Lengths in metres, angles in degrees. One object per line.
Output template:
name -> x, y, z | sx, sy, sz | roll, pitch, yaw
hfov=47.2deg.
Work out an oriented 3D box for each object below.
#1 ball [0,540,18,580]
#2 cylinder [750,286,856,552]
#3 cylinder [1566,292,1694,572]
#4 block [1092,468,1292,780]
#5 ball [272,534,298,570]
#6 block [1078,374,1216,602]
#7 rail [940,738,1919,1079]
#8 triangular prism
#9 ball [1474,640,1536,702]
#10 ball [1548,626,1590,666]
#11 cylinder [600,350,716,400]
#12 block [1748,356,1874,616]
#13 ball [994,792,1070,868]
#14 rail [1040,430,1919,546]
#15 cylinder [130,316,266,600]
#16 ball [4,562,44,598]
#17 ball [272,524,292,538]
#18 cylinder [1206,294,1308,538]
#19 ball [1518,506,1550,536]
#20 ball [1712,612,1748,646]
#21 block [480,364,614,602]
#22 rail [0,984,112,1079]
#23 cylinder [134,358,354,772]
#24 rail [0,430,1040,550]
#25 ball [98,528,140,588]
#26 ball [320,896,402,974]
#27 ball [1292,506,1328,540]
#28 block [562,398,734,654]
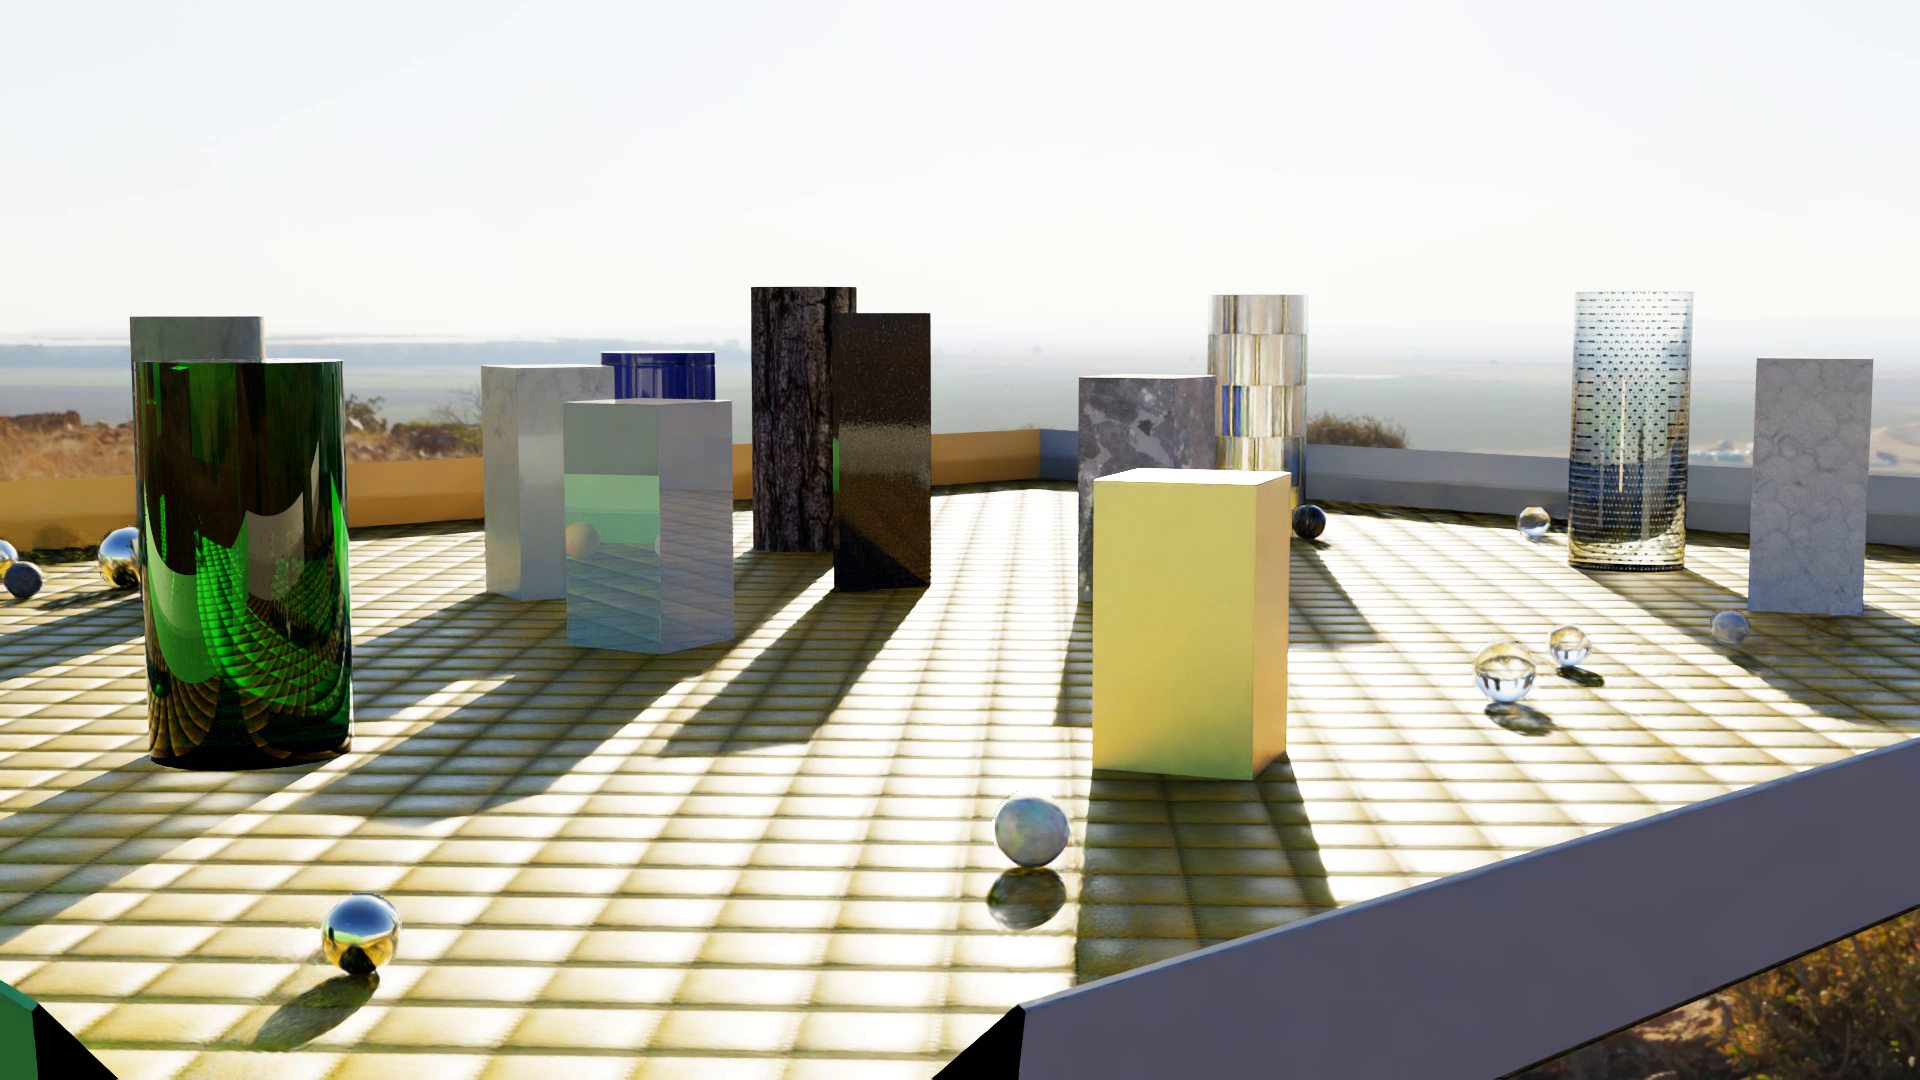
ball -> -1.596, 0.033, 3.641 | 0.068, 0.068, 0.068 | 0, 6, 0
cylinder -> -0.292, -0.230, 4.137 | 0.199, 0.489, 0.199 | 0, 6, 0
cylinder -> 1.165, -0.192, 3.827 | 0.199, 0.477, 0.199 | 0, 6, 0
block -> 0.231, 0.078, 2.179 | 0.159, 0.283, 0.159 | 2, 6, 20
ball -> -1.175, 0.020, 3.799 | 0.061, 0.061, 0.061 | 0, 6, 0
block -> 0.289, -0.081, 3.403 | 0.159, 0.344, 0.159 | 3, 7, 29
rail -> 1.163, 0.164, 2.078 | 3.791, 0.129, 0.045 | -5, 8, -42
triangular prism -> -0.157, -0.148, 3.576 | 0.172, 0.441, 0.149 | -3, 7, -29
ball -> 0.621, 0.150, 2.508 | 0.070, 0.070, 0.070 | 0, 6, 0
ball -> 0.764, 0.133, 2.760 | 0.052, 0.052, 0.052 | 0, 6, 0
cylinder -> -0.526, -0.142, 3.850 | 0.199, 0.373, 0.199 | 0, 6, 0
block -> 1.278, -0.086, 3.303 | 0.159, 0.375, 0.159 | 2, 6, 23
ball -> 0.058, 0.232, 1.764 | 0.061, 0.061, 0.061 | 0, 6, 0
rail -> 1.376, -0.098, 4.594 | 0.045, 0.129, 3.477 | -5, 8, -42
cylinder -> -1.183, -0.130, 3.435 | 0.199, 0.436, 0.199 | 0, 6, 0
ball -> -1.455, 0.062, 3.417 | 0.057, 0.057, 0.057 | 0, 6, 0
ball -> -1.241, 0.001, 3.980 | 0.062, 0.062, 0.062 | 0, 6, 0
cylinder -> 0.590, -0.249, 4.376 | 0.199, 0.476, 0.199 | 0, 6, 0
ball -> 1.135, -0.036, 4.345 | 0.060, 0.060, 0.060 | 0, 6, 0
ball -> 1.026, 0.118, 2.931 | 0.046, 0.046, 0.046 | 0, 6, 0
block -> -0.648, -0.095, 3.470 | 0.159, 0.358, 0.159 | -4, 7, -32
rail -> -1.376, 0.165, 2.069 | 0.045, 0.129, 3.477 | -5, 8, -42
cylinder -> -0.718, 0.018, 2.213 | 0.199, 0.395, 0.199 | 0, 6, 0
rail -> -1.163, -0.097, 4.585 | 3.791, 0.129, 0.045 | -5, 8, -42
ball -> -1.339, 0.028, 3.548 | 0.097, 0.097, 0.097 | 0, 6, 0
ball -> -0.403, 0.266, 1.482 | 0.052, 0.052, 0.052 | 0, 6, 0
ball -> 0.681, -0.034, 4.289 | 0.068, 0.068, 0.068 | 0, 6, 0
block -> -0.416, -0.024, 2.949 | 0.159, 0.324, 0.159 | 3, 7, 30
